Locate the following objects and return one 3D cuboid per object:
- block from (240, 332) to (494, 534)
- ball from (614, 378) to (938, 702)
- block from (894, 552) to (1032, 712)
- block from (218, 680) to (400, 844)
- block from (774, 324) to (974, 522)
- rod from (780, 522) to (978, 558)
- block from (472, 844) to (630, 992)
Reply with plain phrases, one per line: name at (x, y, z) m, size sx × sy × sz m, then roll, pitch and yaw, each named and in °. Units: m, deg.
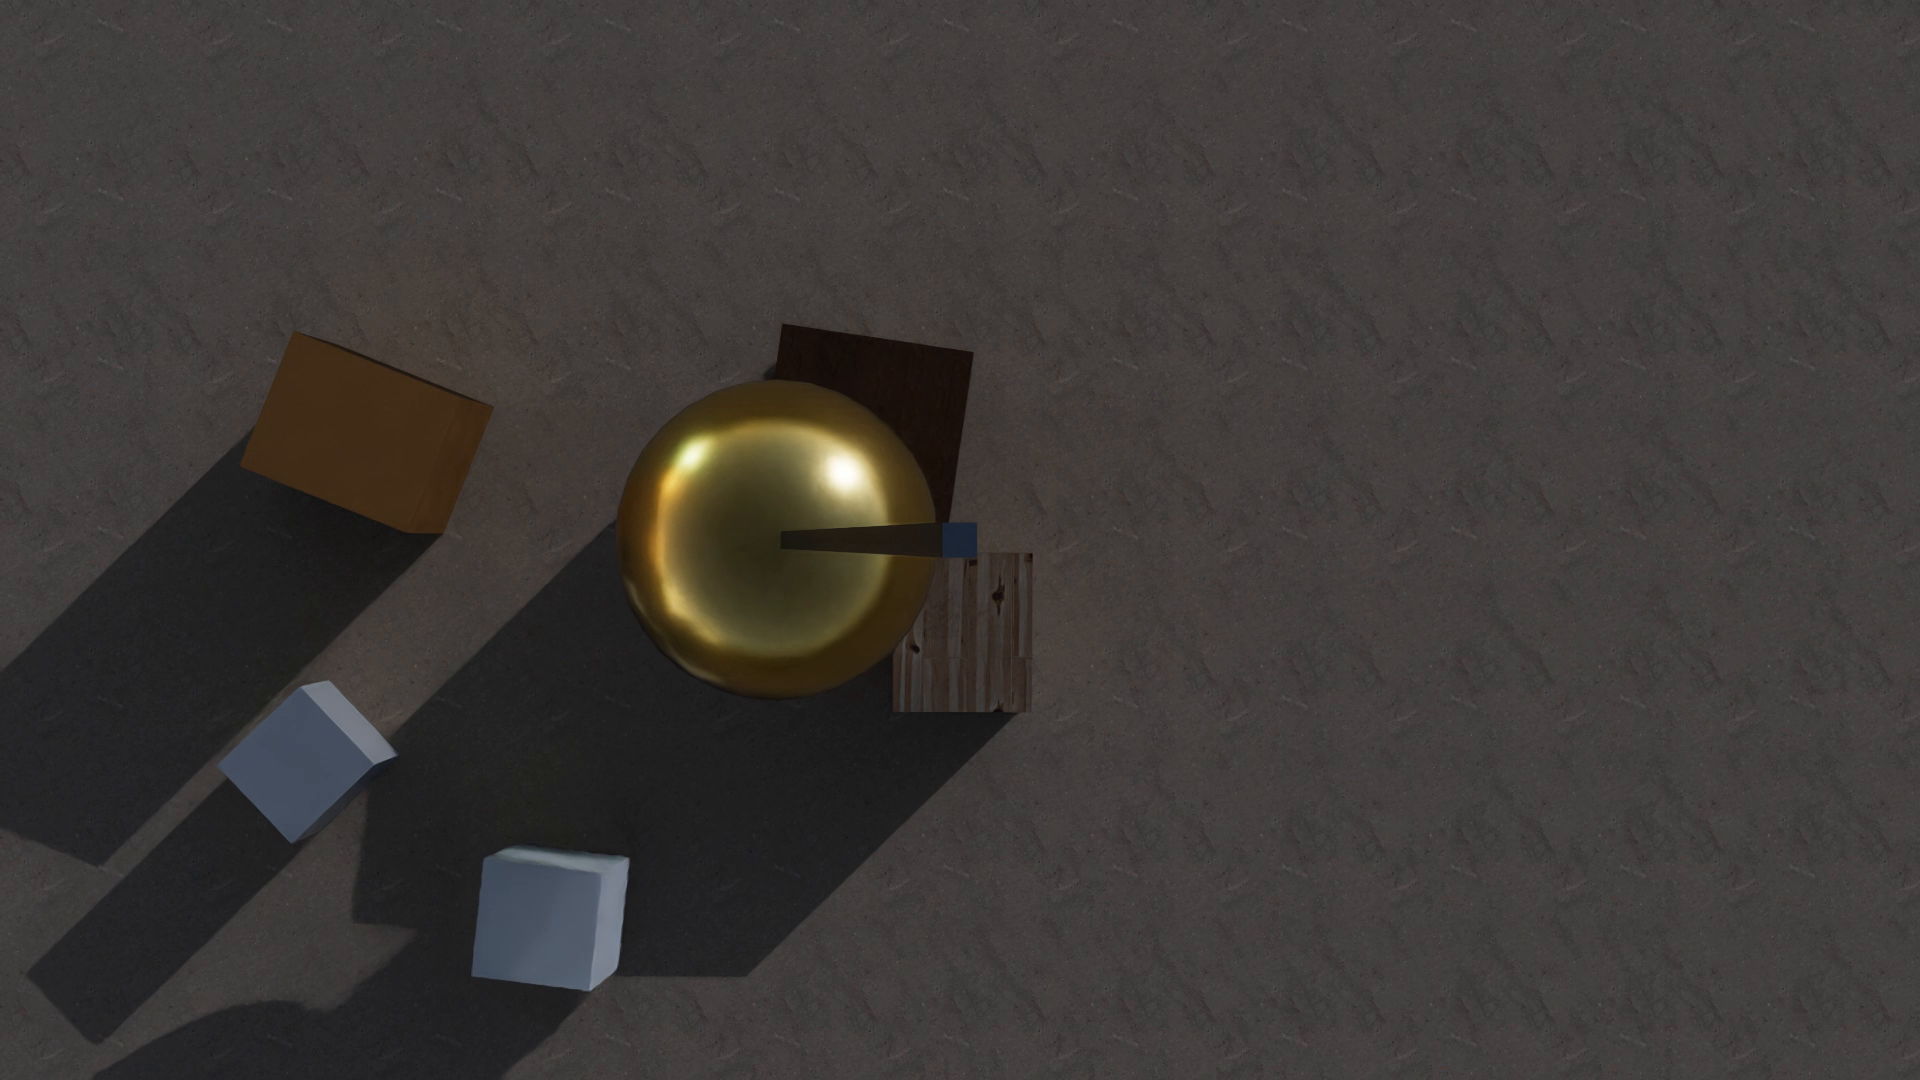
block at (-3.365, -0.597, 12.565) m, size 0.994 × 0.870 × 0.805 m, roll 22°, pitch 90°, yaw 0°
ball at (-0.907, 0.000, 10.934) m, size 1.600 × 1.600 × 1.600 m, roll 0°, pitch 90°, yaw 0°
block at (0.016, 0.517, 12.643) m, size 0.776 × 0.714 × 0.888 m, roll 0°, pitch 90°, yaw 0°
block at (-3.756, 1.273, 12.716) m, size 0.649 × 0.568 × 0.611 m, roll -44°, pitch 90°, yaw 0°
block at (-0.520, -0.594, 12.467) m, size 1.051 × 1.066 × 1.017 m, roll 8°, pitch 90°, yaw 0°
rod at (-0.393, 0.000, 7.573) m, size 0.080 × 5.200 × 0.080 m, roll 0°, pitch 90°, yaw -9°
block at (-2.345, 2.157, 12.645) m, size 0.682 × 0.658 × 0.665 m, roll 6°, pitch 90°, yaw 5°
